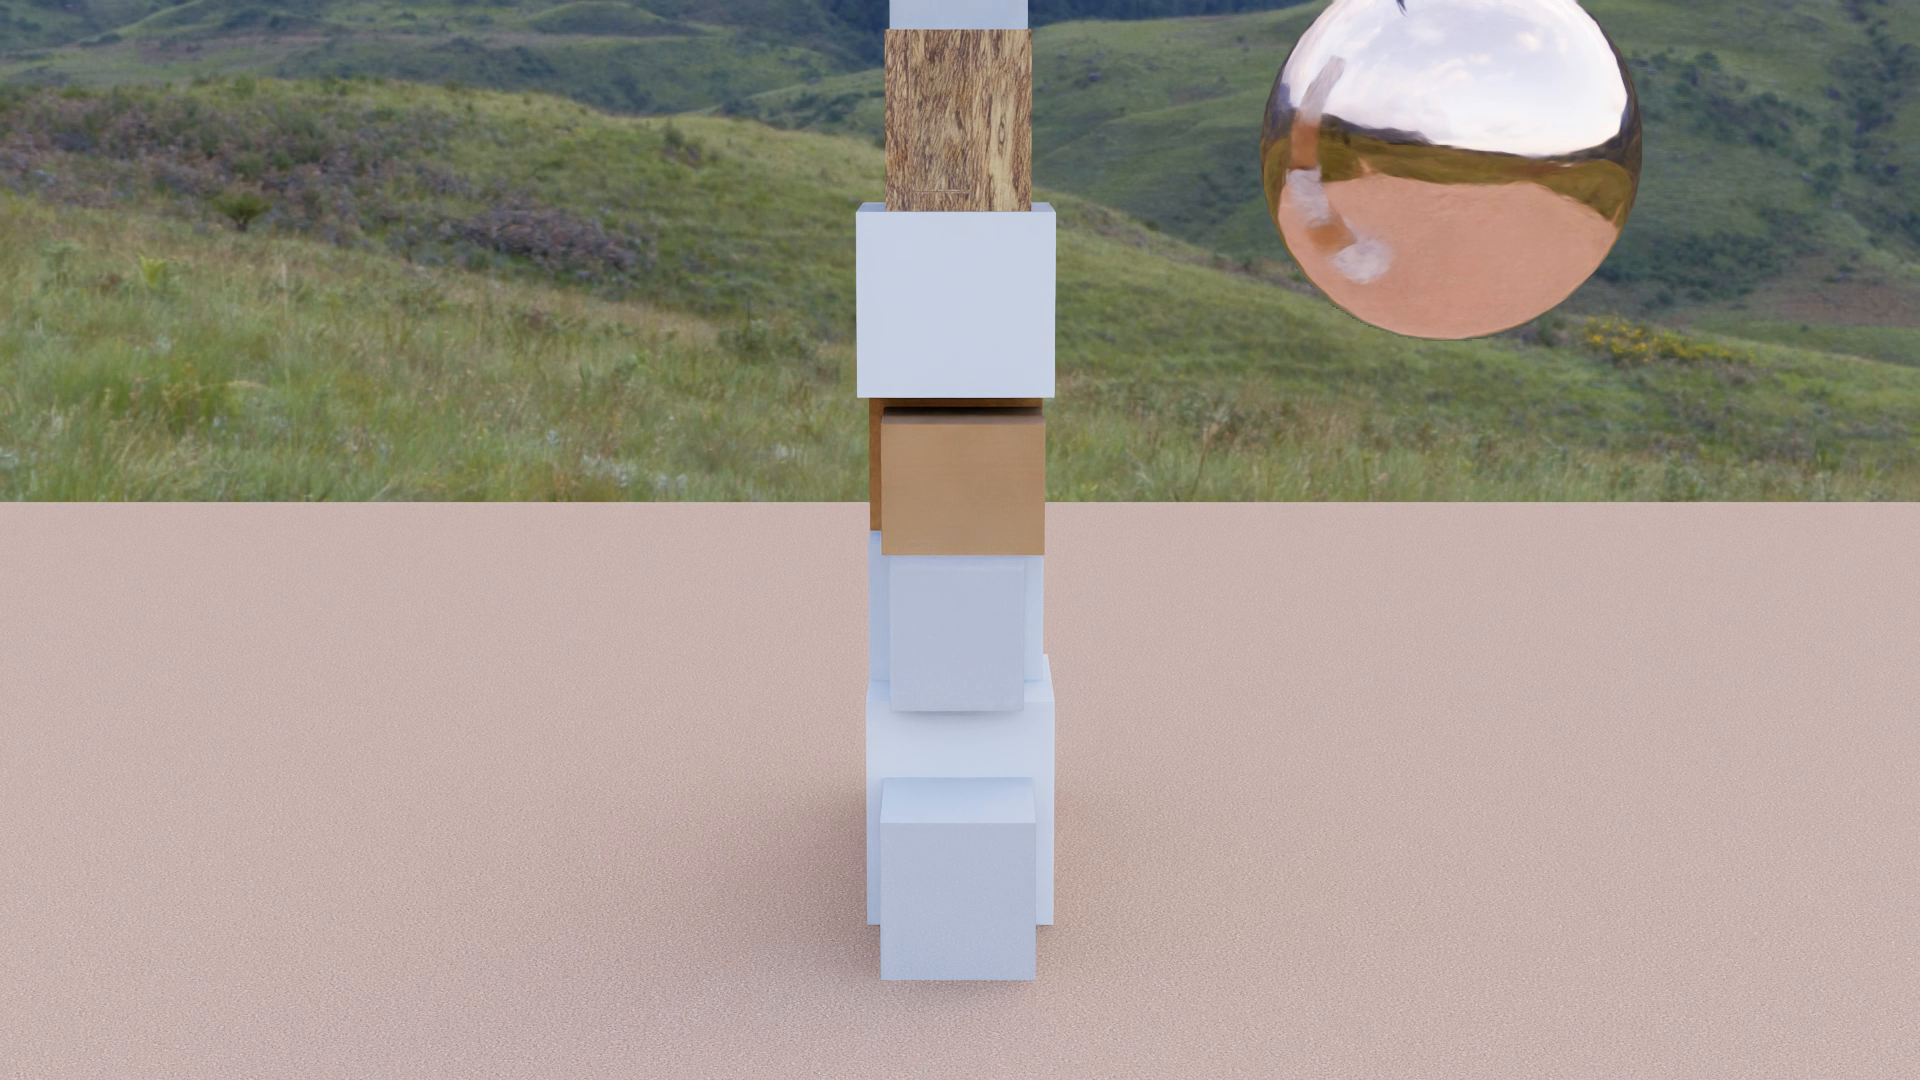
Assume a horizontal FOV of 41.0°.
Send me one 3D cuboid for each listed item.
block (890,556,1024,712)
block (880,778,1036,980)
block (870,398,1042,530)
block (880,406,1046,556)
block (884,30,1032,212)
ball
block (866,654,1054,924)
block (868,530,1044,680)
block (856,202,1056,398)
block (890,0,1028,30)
[{"bbox_3d":[-0.012,0.353,10.604,0.543,0.594,0.537,0,10,0],"label":"block"},{"bbox_3d":[-0.007,1.354,10.334,0.607,0.639,0.656,0,10,0],"label":"block"},{"bbox_3d":[-0.018,-0.411,11.400,0.744,0.623,0.707,0,10,0],"label":"block"},{"bbox_3d":[0.012,-0.255,10.770,0.671,0.542,0.568,0,10,0],"label":"block"},{"bbox_3d":[-0.007,-1.780,10.857,0.601,0.737,0.668,0,10,0],"label":"block"},{"bbox_3d":[2.074,-1.651,10.880,1.600,1.600,1.600,0,10,0],"label":"ball"},{"bbox_3d":[0.001,1.058,11.068,0.777,0.959,0.874,0,10,0],"label":"block"},{"bbox_3d":[-0.017,0.236,11.245,0.740,0.595,0.745,0,10,0],"label":"block"},{"bbox_3d":[-0.017,-1.041,10.991,0.819,0.764,0.821,0,10,0],"label":"block"},{"bbox_3d":[-0.005,-2.374,10.749,0.565,0.470,0.578,0,10,0],"label":"block"}]
